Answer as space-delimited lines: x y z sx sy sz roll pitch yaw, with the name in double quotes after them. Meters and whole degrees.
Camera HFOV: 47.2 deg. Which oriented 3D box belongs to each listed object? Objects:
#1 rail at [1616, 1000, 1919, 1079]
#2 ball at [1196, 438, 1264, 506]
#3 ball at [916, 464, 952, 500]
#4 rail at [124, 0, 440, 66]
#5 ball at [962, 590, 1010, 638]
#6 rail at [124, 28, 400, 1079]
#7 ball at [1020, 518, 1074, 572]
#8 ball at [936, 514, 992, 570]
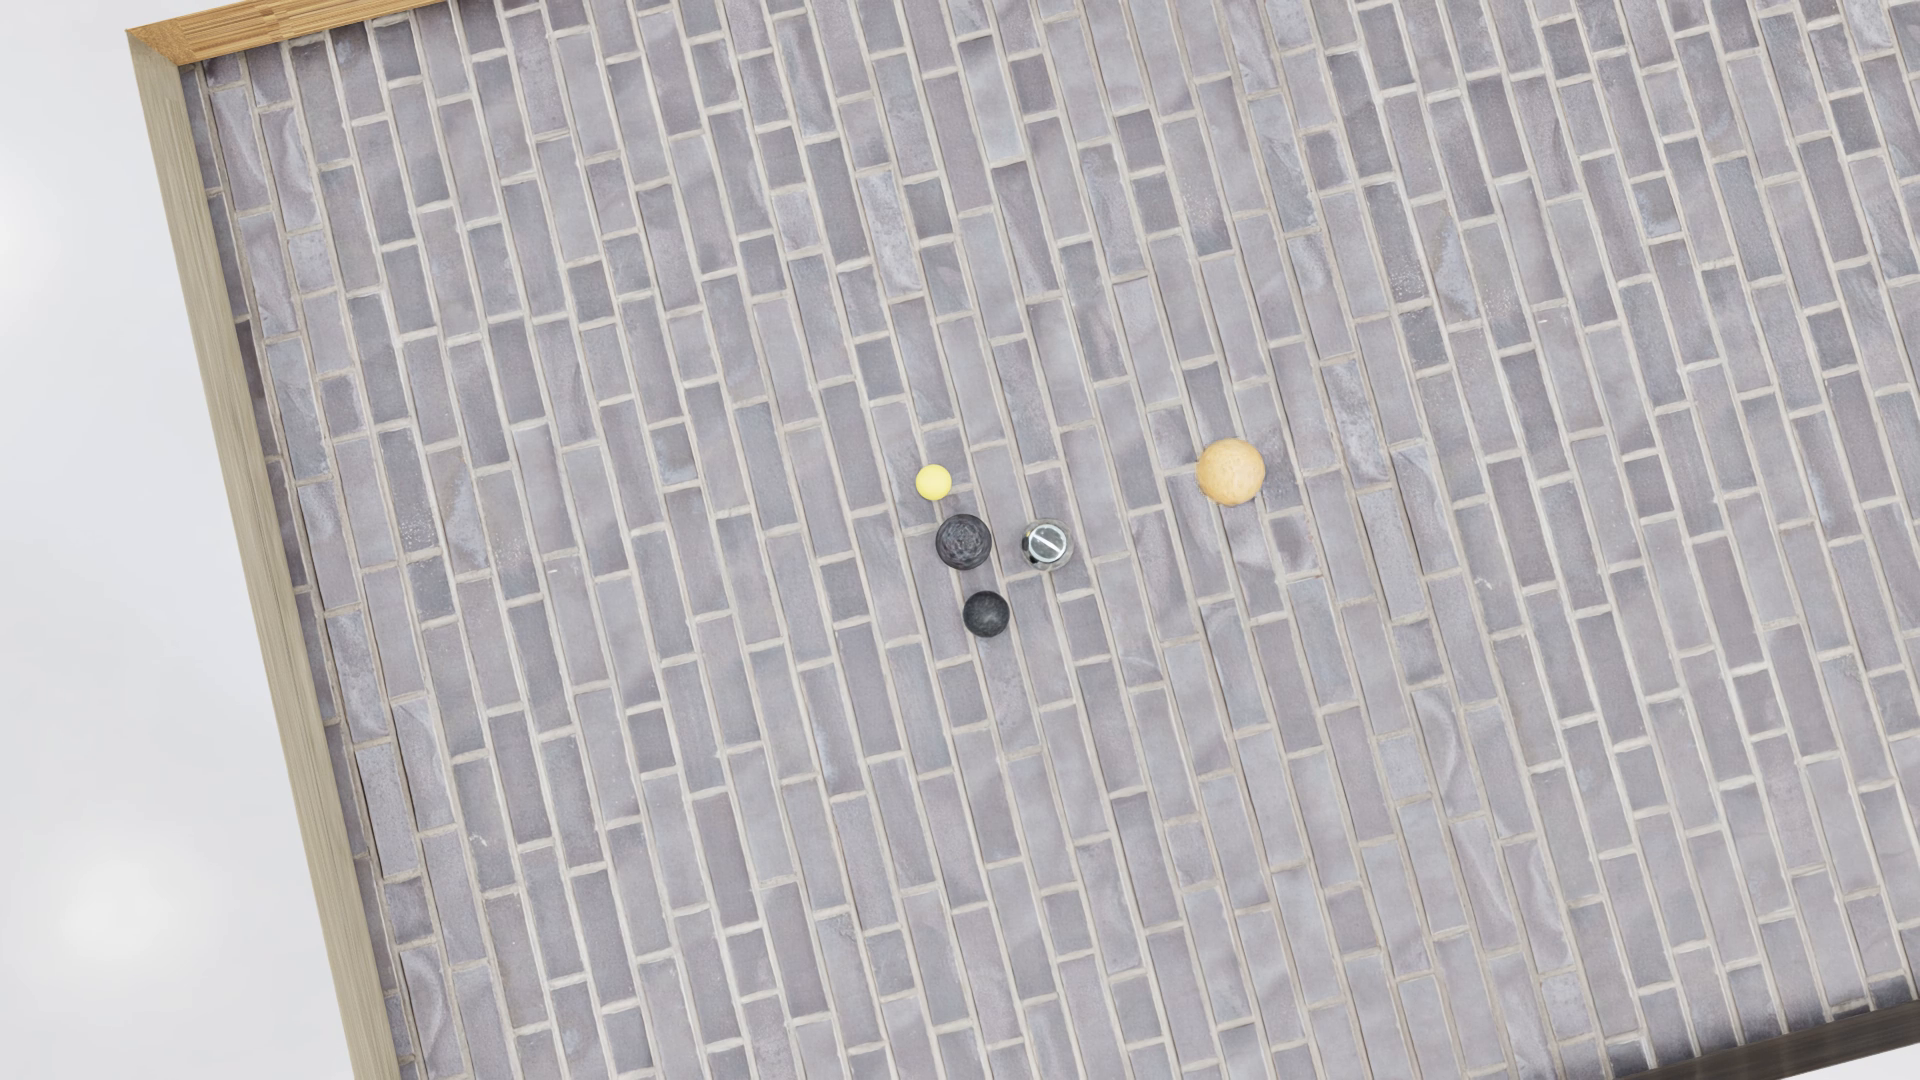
1.228 0.717 3.141 4.043 0.130 0.045 -14 84 -2 "rail"
0.401 -0.101 3.252 0.100 0.100 0.100 0 83 0 "ball"
-0.039 -0.086 3.273 0.054 0.054 0.054 0 83 0 "ball"
0.731 -1.220 3.365 4.043 0.130 0.045 -14 84 -2 "rail"
0.039 0.110 3.242 0.071 0.071 0.071 0 83 0 "ball"
-0.956 0.239 3.197 0.045 0.130 2.060 -14 84 -2 "rail"
0.128 0.006 3.249 0.081 0.081 0.081 0 83 0 "ball"
0.006 0.003 3.248 0.084 0.084 0.084 0 83 0 "ball"
